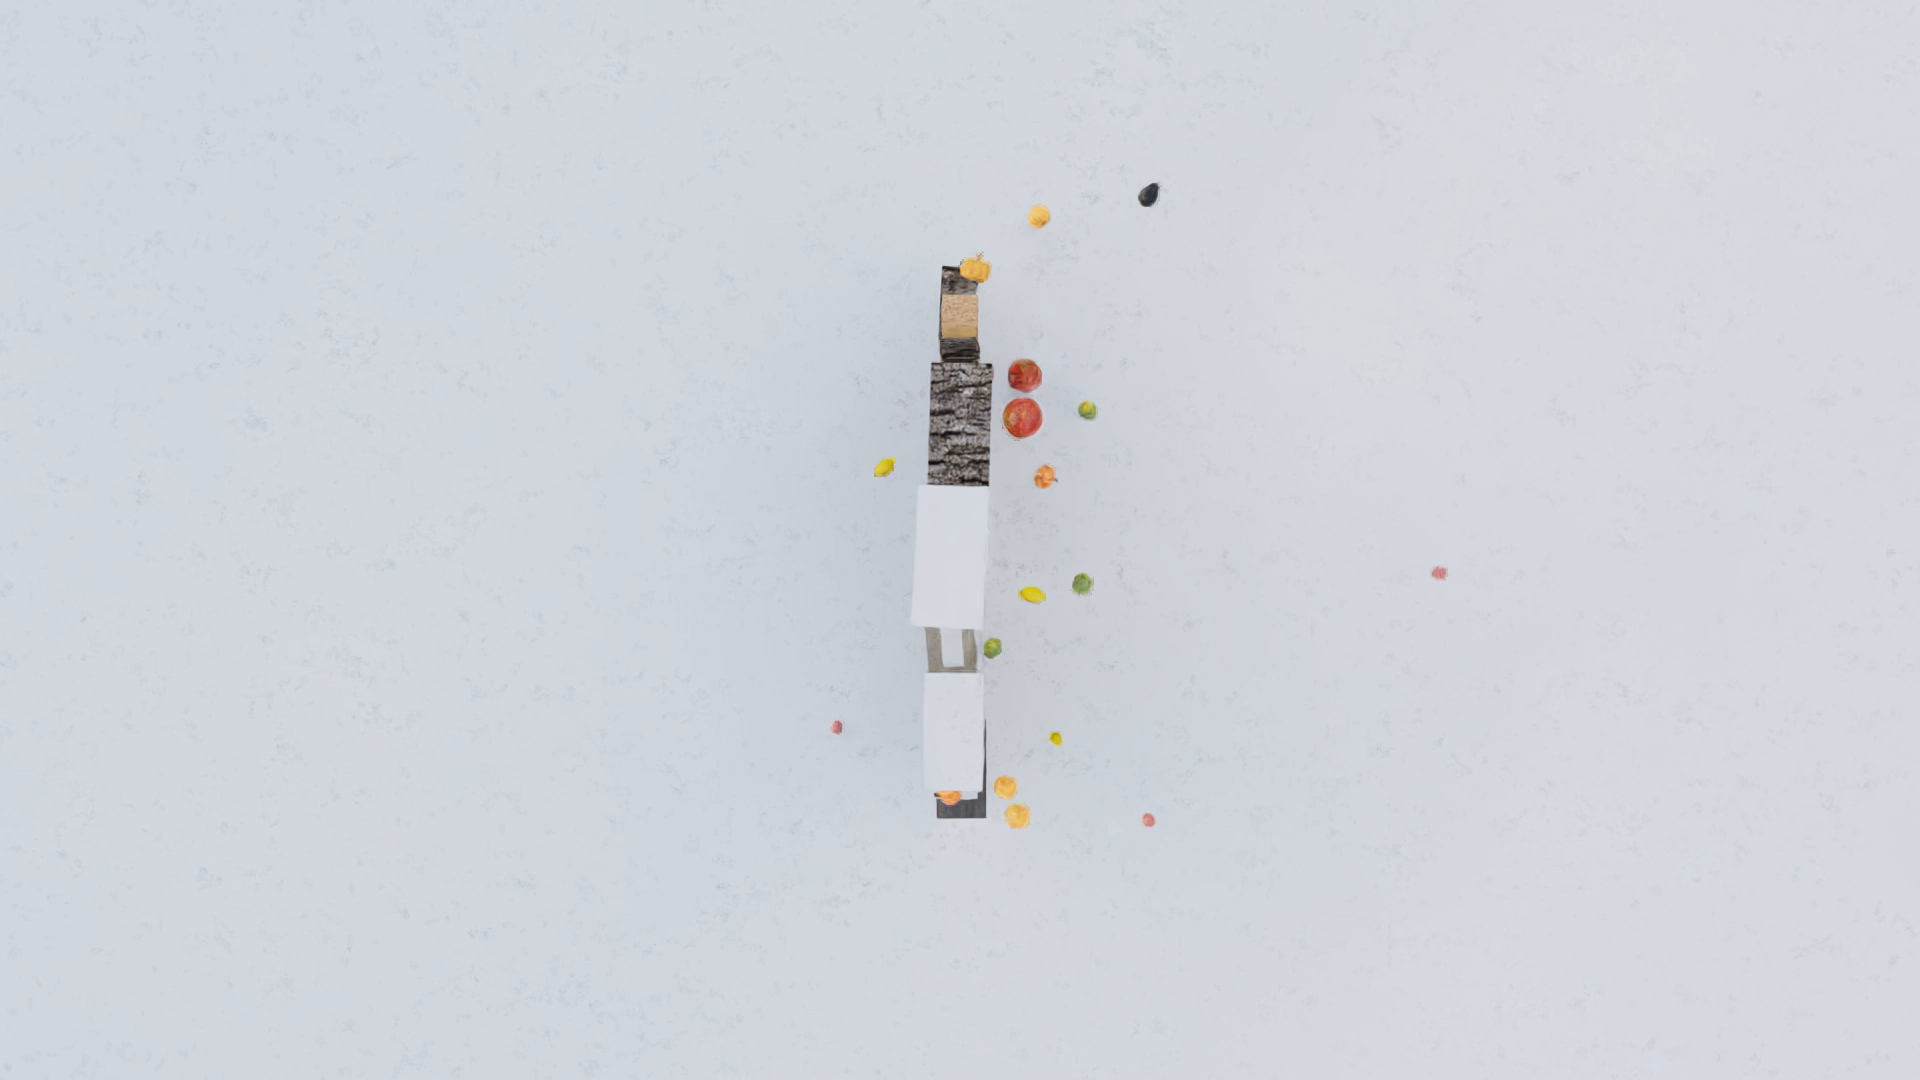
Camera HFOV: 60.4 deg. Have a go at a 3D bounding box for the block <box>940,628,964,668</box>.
[{"bbox_3d":[-0.021,0.289,4.485,0.056,0.016,0.112,-5,90,2],"label":"block"}]

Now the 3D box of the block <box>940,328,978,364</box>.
[{"bbox_3d":[-0.003,-0.535,4.667,0.103,0.561,0.029,0,108,0],"label":"block"}]

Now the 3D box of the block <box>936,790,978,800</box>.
[{"bbox_3d":[-0.011,0.615,4.667,0.117,0.033,0.233,-1,90,1],"label":"block"}]

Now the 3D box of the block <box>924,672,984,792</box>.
[{"bbox_3d":[-0.016,0.496,4.280,0.152,0.043,0.304,1,91,1],"label":"block"}]

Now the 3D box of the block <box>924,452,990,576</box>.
[{"bbox_3d":[-0.008,-0.071,4.472,0.170,0.048,0.339,-2,90,0],"label":"block"}]

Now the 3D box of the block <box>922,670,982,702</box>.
[{"bbox_3d":[-0.016,0.401,4.455,0.152,0.304,0.043,-5,94,2],"label":"block"}]

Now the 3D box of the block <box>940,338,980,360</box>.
[{"bbox_3d":[-0.002,-0.524,4.515,0.104,0.207,0.029,-2,105,-2],"label":"block"}]

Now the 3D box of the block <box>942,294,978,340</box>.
[{"bbox_3d":[0.000,-0.628,4.955,0.109,0.031,0.218,0,90,0],"label":"block"}]

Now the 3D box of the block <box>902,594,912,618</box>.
[{"bbox_3d":[-0.046,0.164,4.352,0.174,0.509,0.049,-5,90,2],"label":"block"}]

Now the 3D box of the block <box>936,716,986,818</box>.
[{"bbox_3d":[0.004,0.713,5.165,0.157,0.044,0.313,0,90,0],"label":"block"}]

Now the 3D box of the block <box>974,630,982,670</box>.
[{"bbox_3d":[-0.013,0.391,4.940,0.160,0.045,0.320,-1,90,1],"label":"block"}]

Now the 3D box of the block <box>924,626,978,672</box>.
[{"bbox_3d":[-0.030,0.241,4.626,0.135,0.038,0.271,-5,90,2],"label":"block"}]

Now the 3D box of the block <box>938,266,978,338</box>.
[{"bbox_3d":[-0.006,-0.754,5.254,0.115,0.033,0.230,3,90,0],"label":"block"}]

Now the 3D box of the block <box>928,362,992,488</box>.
[{"bbox_3d":[0.000,-0.287,4.117,0.153,0.043,0.307,2,91,0],"label":"block"}]

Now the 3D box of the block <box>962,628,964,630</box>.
[{"bbox_3d":[-0.022,0.247,4.550,0.056,0.112,0.016,-4,94,2],"label":"block"}]

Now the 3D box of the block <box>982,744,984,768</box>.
[{"bbox_3d":[-0.014,0.598,4.477,0.152,0.347,0.043,0,91,1],"label":"block"}]

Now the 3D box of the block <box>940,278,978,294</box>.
[{"bbox_3d":[-0.003,-0.825,5.385,0.115,0.230,0.033,-5,90,0],"label":"block"}]

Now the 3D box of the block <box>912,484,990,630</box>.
[{"bbox_3d":[-0.024,0.042,4.072,0.174,0.049,0.348,3,90,2],"label":"block"}]

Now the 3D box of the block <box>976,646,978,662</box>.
[{"bbox_3d":[-0.018,0.333,4.782,0.135,0.271,0.038,-1,89,1],"label":"block"}]
